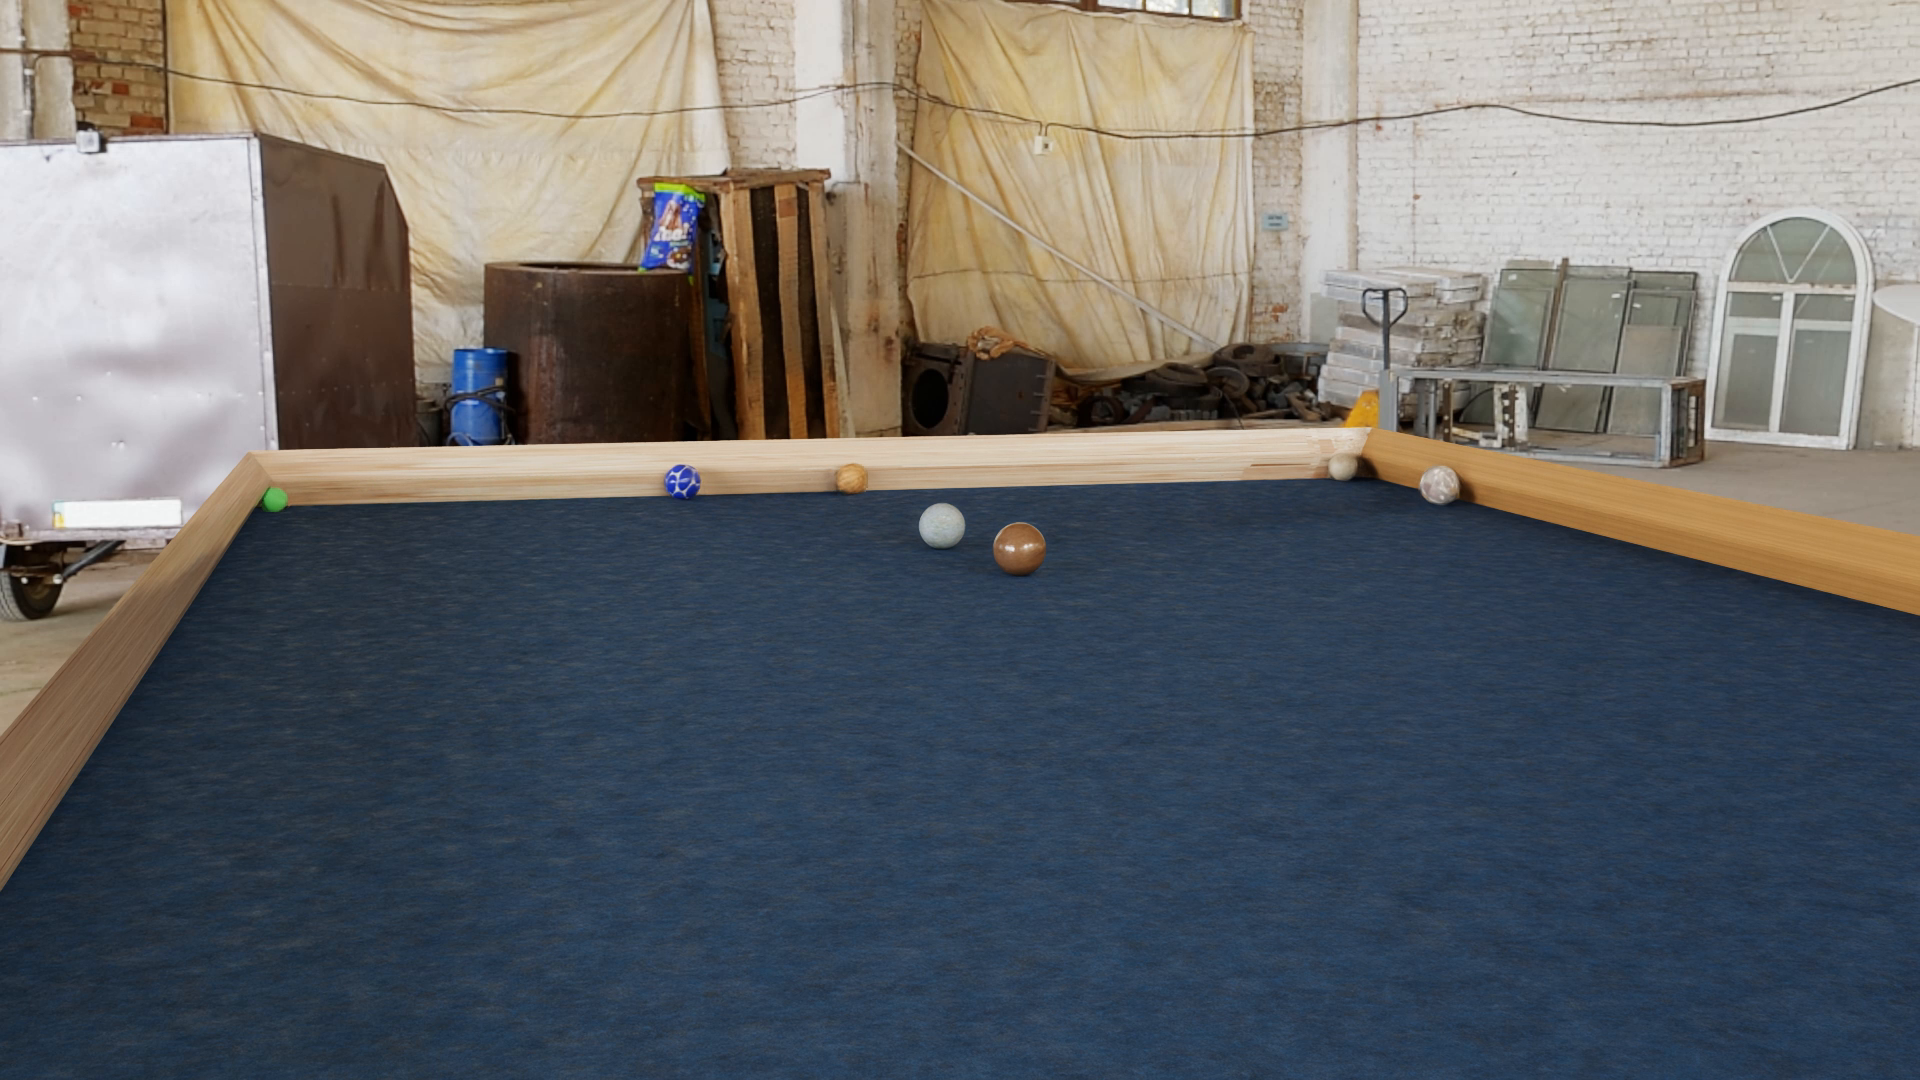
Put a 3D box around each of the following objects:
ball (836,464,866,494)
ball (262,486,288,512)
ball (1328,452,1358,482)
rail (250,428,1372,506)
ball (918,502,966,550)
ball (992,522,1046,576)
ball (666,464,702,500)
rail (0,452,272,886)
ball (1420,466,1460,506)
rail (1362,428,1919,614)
[{"bbox_3d":[-0.227,-0.126,4.561,0.065,0.065,0.065,0,8,0],"label":"ball"},{"bbox_3d":[-1.328,-0.078,4.266,0.049,0.049,0.049,0,8,0],"label":"ball"},{"bbox_3d":[0.840,-0.160,4.813,0.064,0.064,0.064,0,8,0],"label":"ball"},{"bbox_3d":[-0.239,-0.156,4.604,2.389,0.110,0.045,-2,8,-13],"label":"rail"},{"bbox_3d":[-0.031,-0.024,3.755,0.079,0.079,0.079,0,8,0],"label":"ball"},{"bbox_3d":[0.094,0.015,3.457,0.084,0.084,0.084,0,8,0],"label":"ball"},{"bbox_3d":[-0.563,-0.118,4.473,0.073,0.073,0.073,0,8,0],"label":"ball"},{"bbox_3d":[-0.895,0.156,2.318,0.045,0.110,4.233,-2,8,-13],"label":"rail"},{"bbox_3d":[0.957,-0.108,4.378,0.079,0.079,0.079,0,8,0],"label":"ball"},{"bbox_3d":[1.384,0.083,2.855,0.045,0.110,4.233,-2,8,-13],"label":"rail"}]
